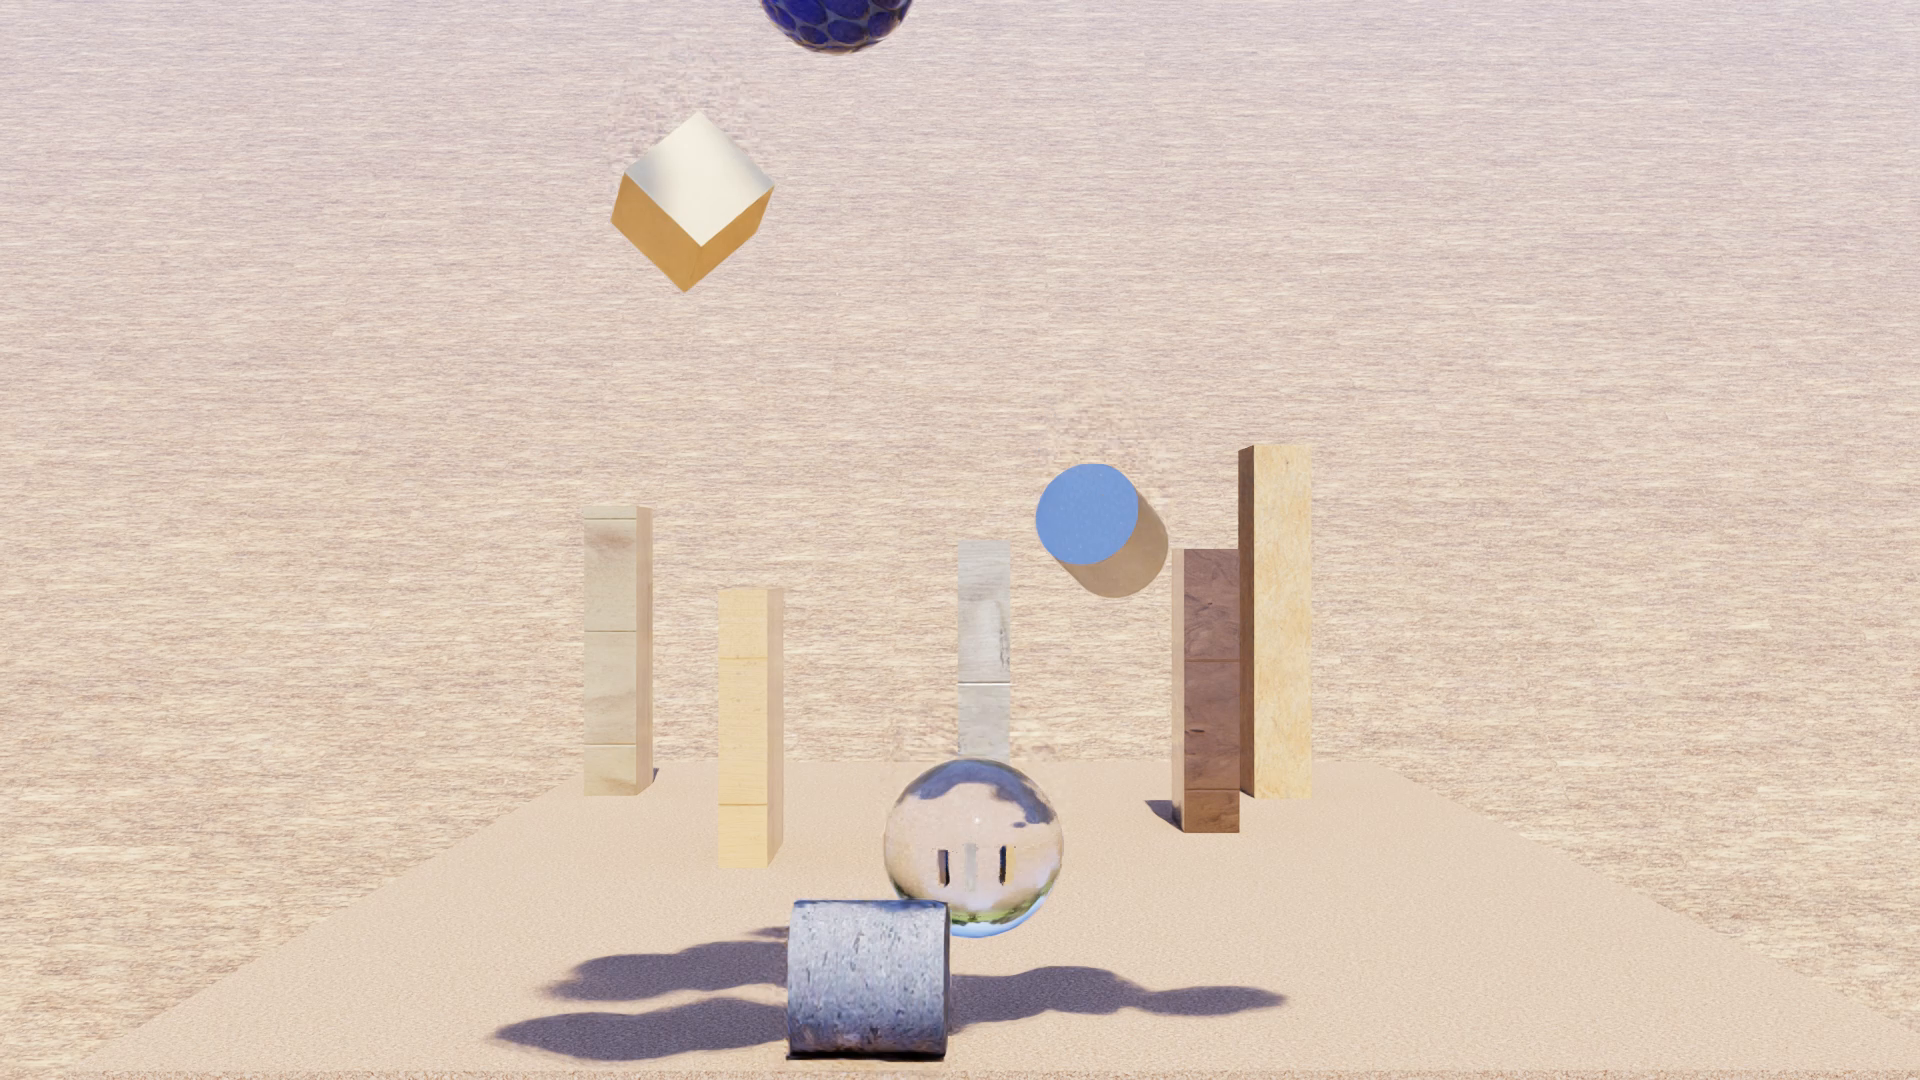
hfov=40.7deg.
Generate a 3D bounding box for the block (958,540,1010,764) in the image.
[{"bbox_3d":[0.041,0.281,4.543,0.089,0.559,0.371,0,0,0],"label":"block"}]

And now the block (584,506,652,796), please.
[{"bbox_3d":[-0.777,0.247,5.907,0.116,0.643,0.312,0,0,0],"label":"block"}]

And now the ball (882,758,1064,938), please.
[{"bbox_3d":[0.015,0.349,2.940,0.205,0.205,0.205,0,31,0],"label":"ball"}]

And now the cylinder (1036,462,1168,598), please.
[{"bbox_3d":[0.159,-0.010,2.882,0.118,0.118,0.118,-7,68,19],"label":"cylinder"}]

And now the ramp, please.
[{"bbox_3d":[0.069,0.611,4.683,2.000,0.100,4.000,0,0,0],"label":"ramp"}]

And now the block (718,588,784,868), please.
[{"bbox_3d":[-0.371,0.324,4.624,0.083,0.475,0.407,0,0,0],"label":"block"}]

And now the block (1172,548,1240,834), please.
[{"bbox_3d":[0.484,0.290,5.118,0.107,0.547,0.294,0,0,0],"label":"block"}]

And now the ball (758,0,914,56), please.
[{"bbox_3d":[-0.108,-0.495,2.250,0.146,0.146,0.146,0,31,0],"label":"ball"}]

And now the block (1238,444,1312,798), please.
[{"bbox_3d":[0.708,0.180,5.840,0.125,0.776,0.327,0,0,0],"label":"block"}]

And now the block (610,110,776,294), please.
[{"bbox_3d":[-0.275,-0.346,2.658,0.109,0.109,0.109,44,65,4],"label":"block"}]

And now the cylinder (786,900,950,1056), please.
[{"bbox_3d":[-0.096,0.469,2.779,0.163,0.163,0.163,0,31,2],"label":"cylinder"}]
